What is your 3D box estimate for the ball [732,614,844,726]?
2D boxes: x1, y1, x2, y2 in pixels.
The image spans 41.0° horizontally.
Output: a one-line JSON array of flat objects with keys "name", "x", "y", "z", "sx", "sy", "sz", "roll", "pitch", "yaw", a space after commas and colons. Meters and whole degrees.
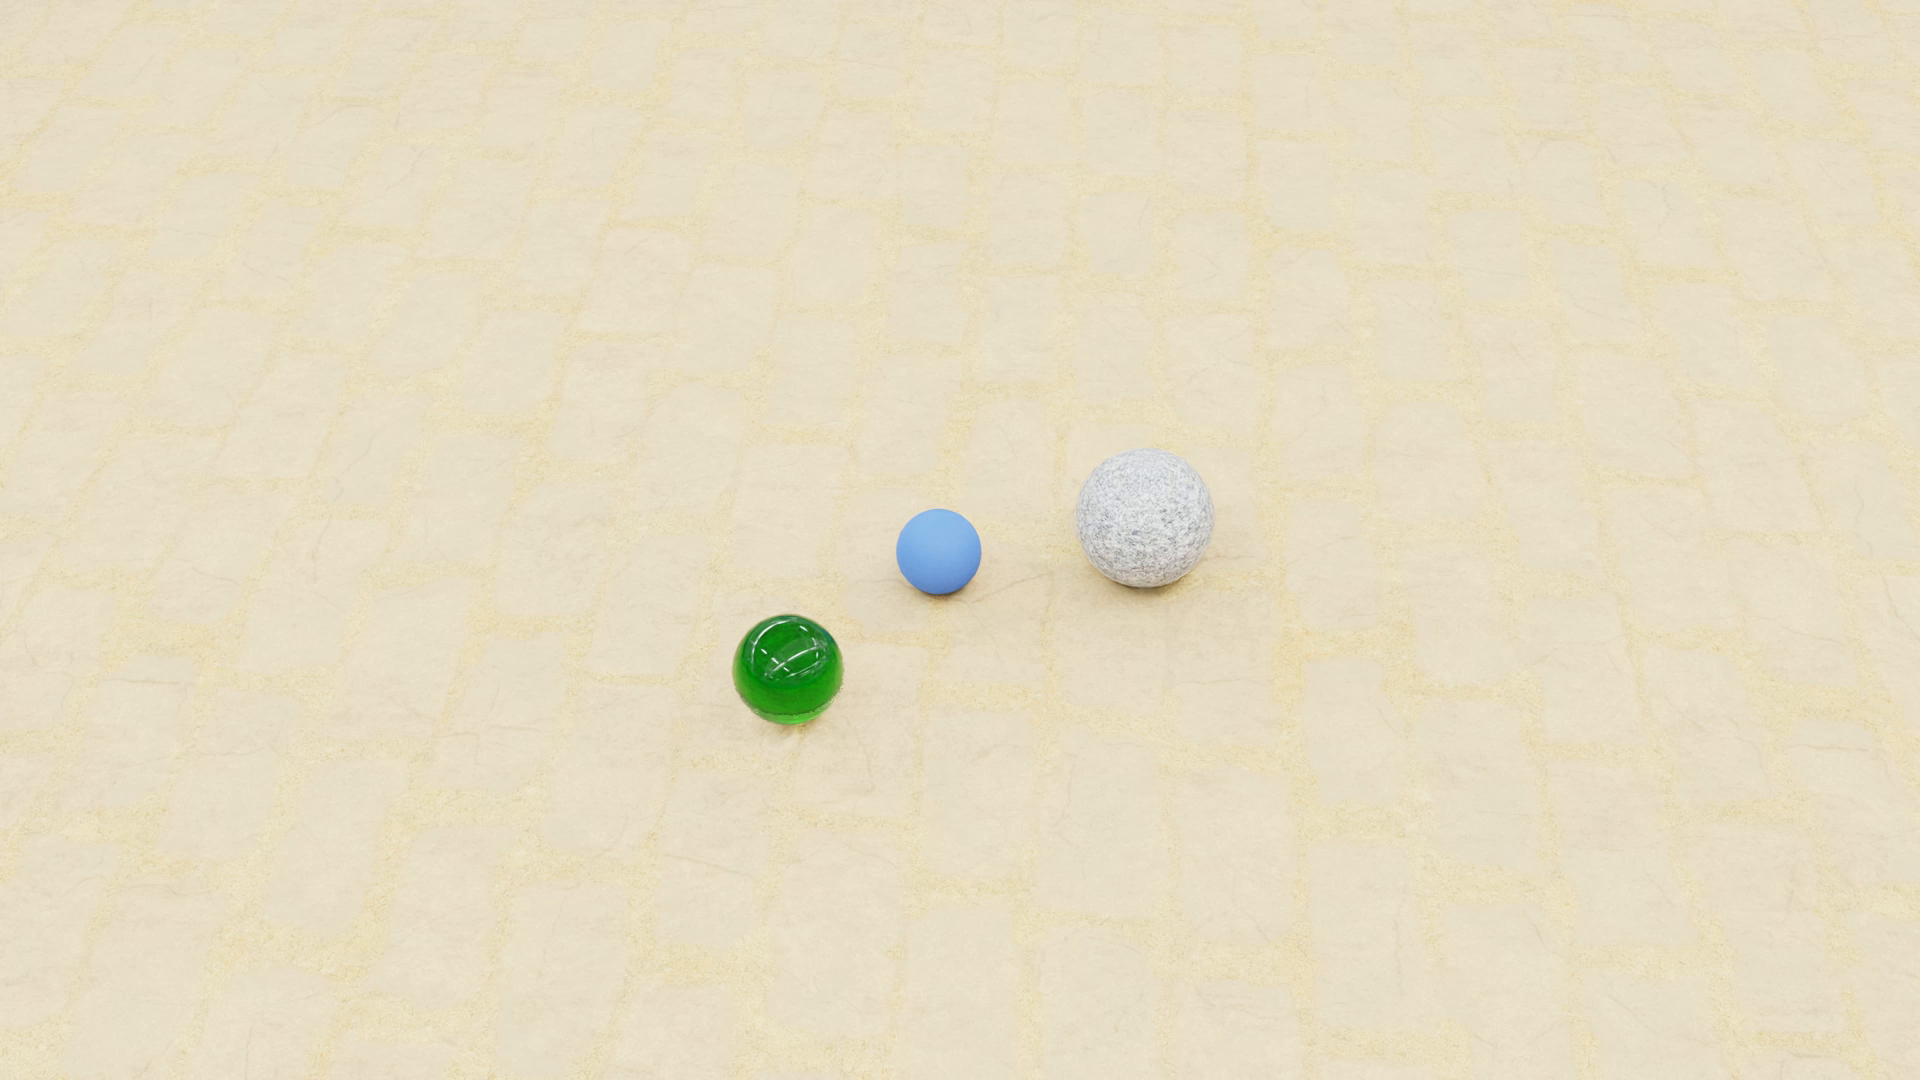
[{"name": "ball", "x": -0.101, "y": 0.076, "z": 1.503, "sx": 0.065, "sy": 0.065, "sz": 0.065, "roll": 0, "pitch": 36, "yaw": 0}]

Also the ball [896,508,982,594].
[{"name": "ball", "x": -0.013, "y": 0.007, "z": 1.605, "sx": 0.054, "sy": 0.054, "sz": 0.054, "roll": 0, "pitch": 36, "yaw": 0}]

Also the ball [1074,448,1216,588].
[{"name": "ball", "x": 0.116, "y": -0.014, "z": 1.605, "sx": 0.088, "sy": 0.088, "sz": 0.088, "roll": 0, "pitch": 36, "yaw": 0}]
